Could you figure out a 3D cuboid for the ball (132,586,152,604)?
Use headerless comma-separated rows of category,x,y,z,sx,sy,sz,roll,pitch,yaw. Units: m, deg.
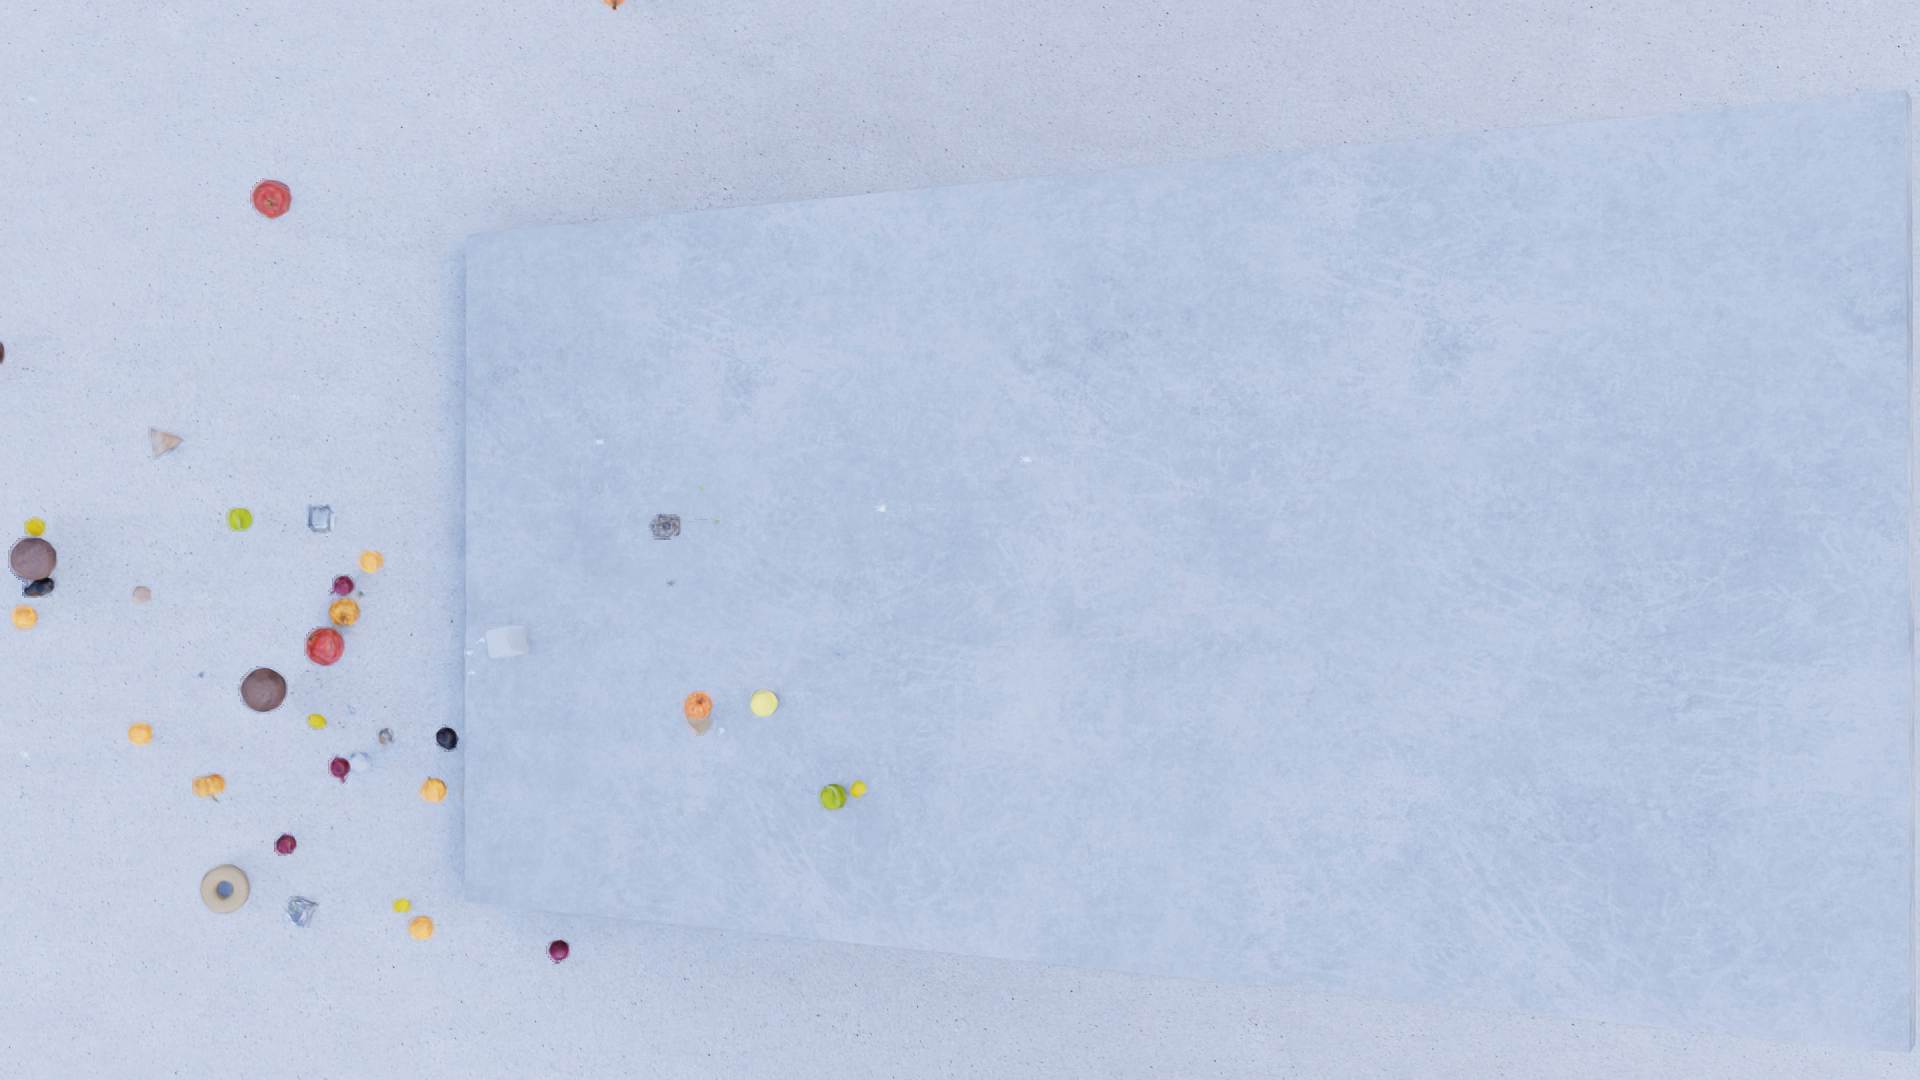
ball,-2.475,0.165,6.649,0.056,0.056,0.056,0,89,0

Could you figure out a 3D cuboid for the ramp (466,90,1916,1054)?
ramp,0.268,0.074,5.621,4.000,0.100,2.000,0,89,30

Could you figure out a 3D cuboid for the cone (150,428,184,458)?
cone,-2.390,-0.298,6.649,0.095,0.095,0.095,-7,89,-17

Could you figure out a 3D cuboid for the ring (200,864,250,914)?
ring,-2.221,1.054,6.644,0.148,0.049,0.148,0,88,-1

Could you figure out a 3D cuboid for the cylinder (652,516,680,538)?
cylinder,-0.825,-0.037,6.172,0.059,0.059,0.059,-4,89,32

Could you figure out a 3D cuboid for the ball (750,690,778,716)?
ball,-0.534,0.444,5.987,0.075,0.075,0.075,0,89,0

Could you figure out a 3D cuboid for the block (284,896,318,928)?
block,-1.984,1.120,6.622,0.065,0.065,0.065,18,90,3

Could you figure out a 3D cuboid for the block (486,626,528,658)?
block,-1.329,0.298,6.453,0.080,0.080,0.080,-13,83,30

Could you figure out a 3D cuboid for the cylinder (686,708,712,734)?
cylinder,-0.725,0.501,6.105,0.052,0.052,0.052,-49,61,0

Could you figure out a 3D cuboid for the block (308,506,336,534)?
block,-1.927,-0.061,6.638,0.061,0.061,0.061,-4,64,3

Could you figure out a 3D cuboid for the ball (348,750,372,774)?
ball,-1.812,0.670,6.638,0.068,0.068,0.068,0,89,0

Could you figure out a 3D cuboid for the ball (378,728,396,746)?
ball,-1.734,0.596,6.648,0.050,0.050,0.050,0,89,0
